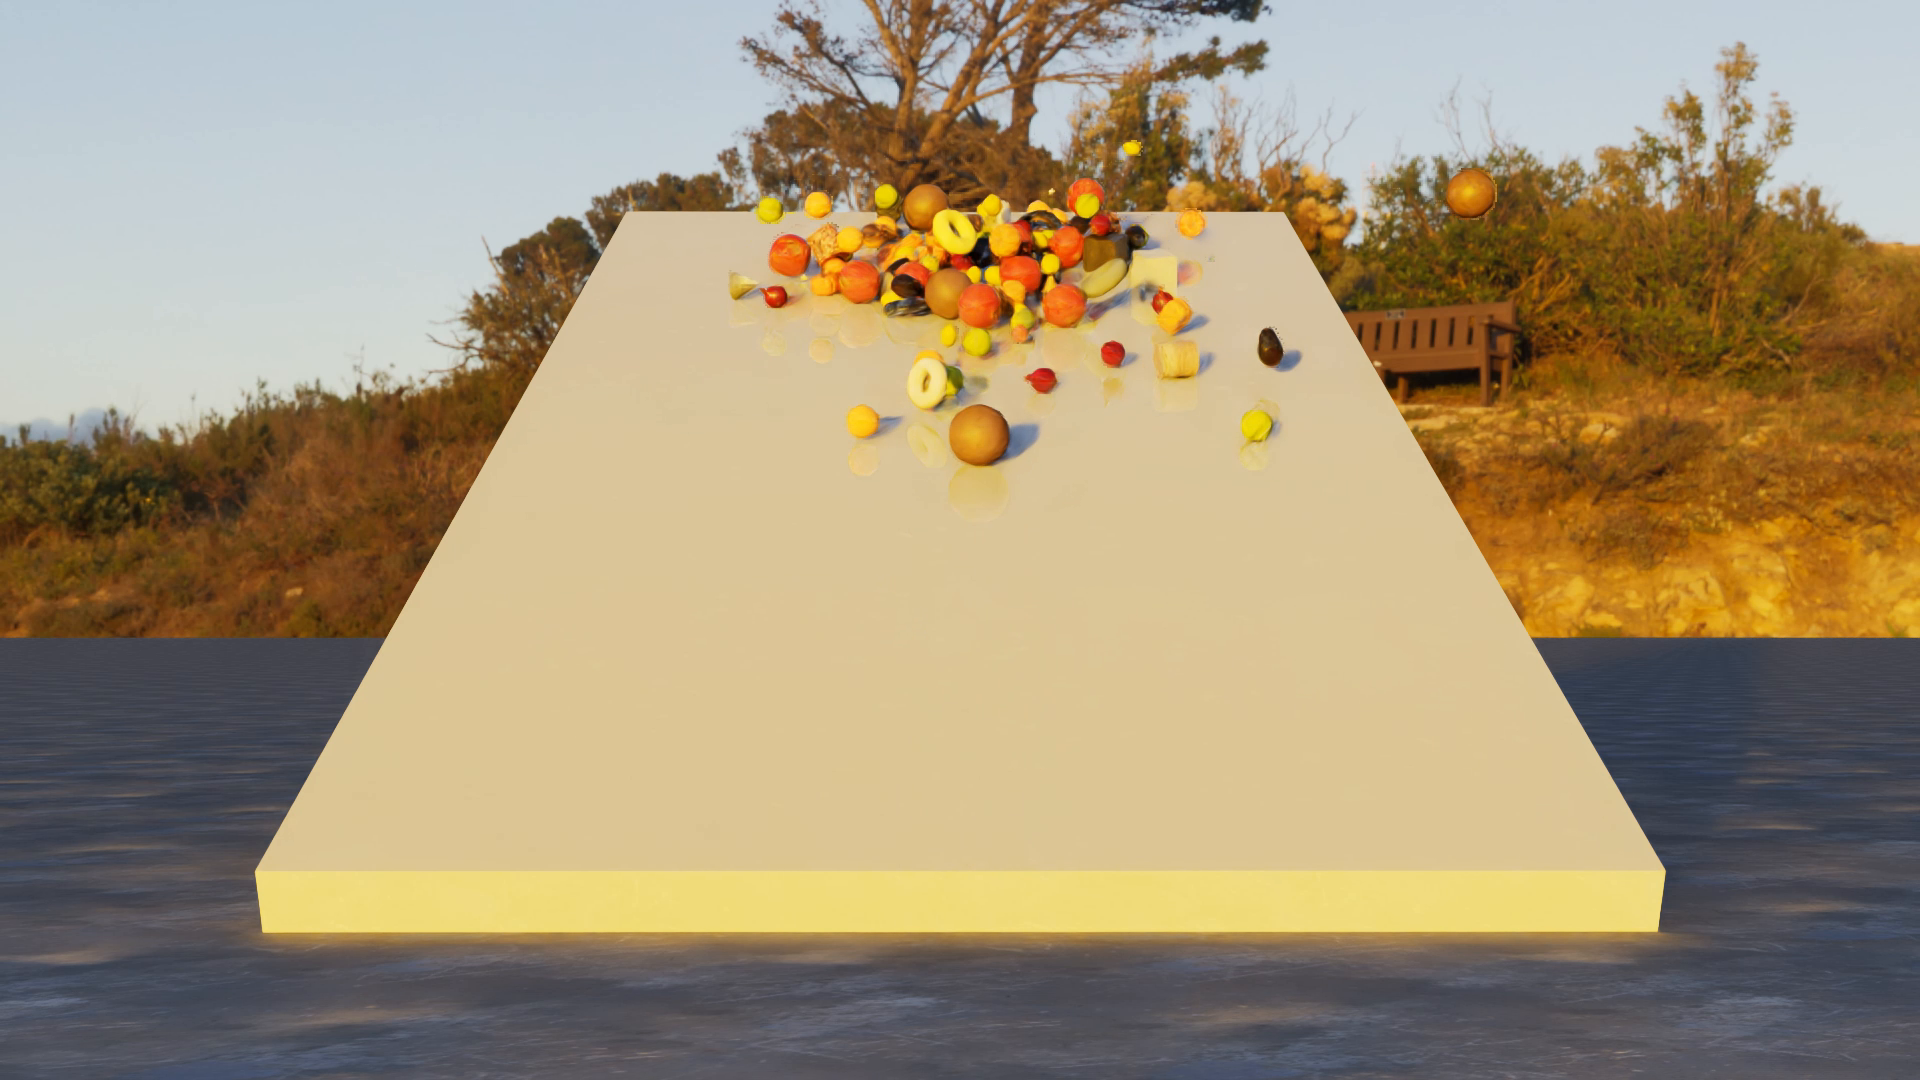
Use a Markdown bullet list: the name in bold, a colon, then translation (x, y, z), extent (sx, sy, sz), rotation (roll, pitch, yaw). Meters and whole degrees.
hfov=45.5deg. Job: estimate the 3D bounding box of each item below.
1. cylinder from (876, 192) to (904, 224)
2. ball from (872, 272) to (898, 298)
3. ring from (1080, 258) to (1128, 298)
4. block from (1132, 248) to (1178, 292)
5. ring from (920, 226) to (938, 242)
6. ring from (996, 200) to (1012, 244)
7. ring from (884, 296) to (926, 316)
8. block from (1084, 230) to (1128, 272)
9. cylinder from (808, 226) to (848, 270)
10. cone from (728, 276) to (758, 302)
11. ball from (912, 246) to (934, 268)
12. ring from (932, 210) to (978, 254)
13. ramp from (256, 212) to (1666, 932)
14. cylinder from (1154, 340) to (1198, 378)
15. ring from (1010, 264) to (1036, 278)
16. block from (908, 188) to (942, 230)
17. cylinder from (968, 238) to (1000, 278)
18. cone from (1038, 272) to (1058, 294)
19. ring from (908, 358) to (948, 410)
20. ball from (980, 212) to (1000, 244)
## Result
- **cylinder**: translation (-0.207, -0.983, 6.786), extent (0.080, 0.080, 0.080), rotation (0, 0, -6)
- **ball**: translation (-0.200, -0.674, 6.048), extent (0.070, 0.070, 0.070), rotation (0, -2, 0)
- **ring**: translation (0.367, -0.664, 5.816), extent (0.139, 0.046, 0.139), rotation (-35, 14, 10)
- **block**: translation (0.523, -0.724, 6.149), extent (0.092, 0.092, 0.092), rotation (-7, 23, -17)
- **ring**: translation (-0.060, -0.887, 6.629), extent (0.108, 0.036, 0.108), rotation (-6, 19, 2)
- **ring**: translation (0.123, -0.895, 6.460), extent (0.041, 0.124, 0.124), rotation (-1, -2, 0)
- **ring**: translation (-0.142, -0.599, 5.875), extent (0.112, 0.037, 0.112), rotation (-11, 4, 1)
- **block**: translation (0.403, -0.794, 6.323), extent (0.093, 0.093, 0.093), rotation (10, 24, 24)
- **cylinder**: translation (-0.356, -0.790, 6.177), extent (0.085, 0.085, 0.085), rotation (-25, -15, -7)
- **cone**: translation (-0.557, -0.670, 6.006), extent (0.076, 0.076, 0.076), rotation (-21, -12, 26)
- **ball**: translation (-0.104, -0.784, 6.341), extent (0.059, 0.059, 0.059), rotation (0, -2, 0)
- **ring**: translation (-0.014, -0.825, 6.134), extent (0.138, 0.138, 0.046), rotation (2, -29, -41)
- **ramp**: translation (-0.006, -0.218, 5.125), extent (2.000, 0.100, 4.000), rotation (0, 22, 0)
- **cylinder**: translation (0.510, -0.426, 5.402), extent (0.084, 0.084, 0.084), rotation (-6, -1, -13)
- **ring**: translation (0.176, -0.739, 6.273), extent (0.081, 0.027, 0.081), rotation (-1, 21, 0)
- **block**: translation (-0.100, -0.952, 6.584), extent (0.068, 0.068, 0.068), rotation (38, -28, 14)
- **cylinder**: translation (0.066, -0.769, 6.238), extent (0.077, 0.077, 0.077), rotation (-1, -33, 14)
- **cone**: translation (0.240, -0.693, 6.102), extent (0.056, 0.056, 0.056), rotation (12, 26, -6)
- **ring**: translation (-0.073, -0.351, 5.124), extent (0.039, 0.118, 0.118), rotation (8, -7, -41)
- **ball**: translation (0.102, -0.895, 6.580), extent (0.091, 0.091, 0.091), rotation (0, -2, 0)
